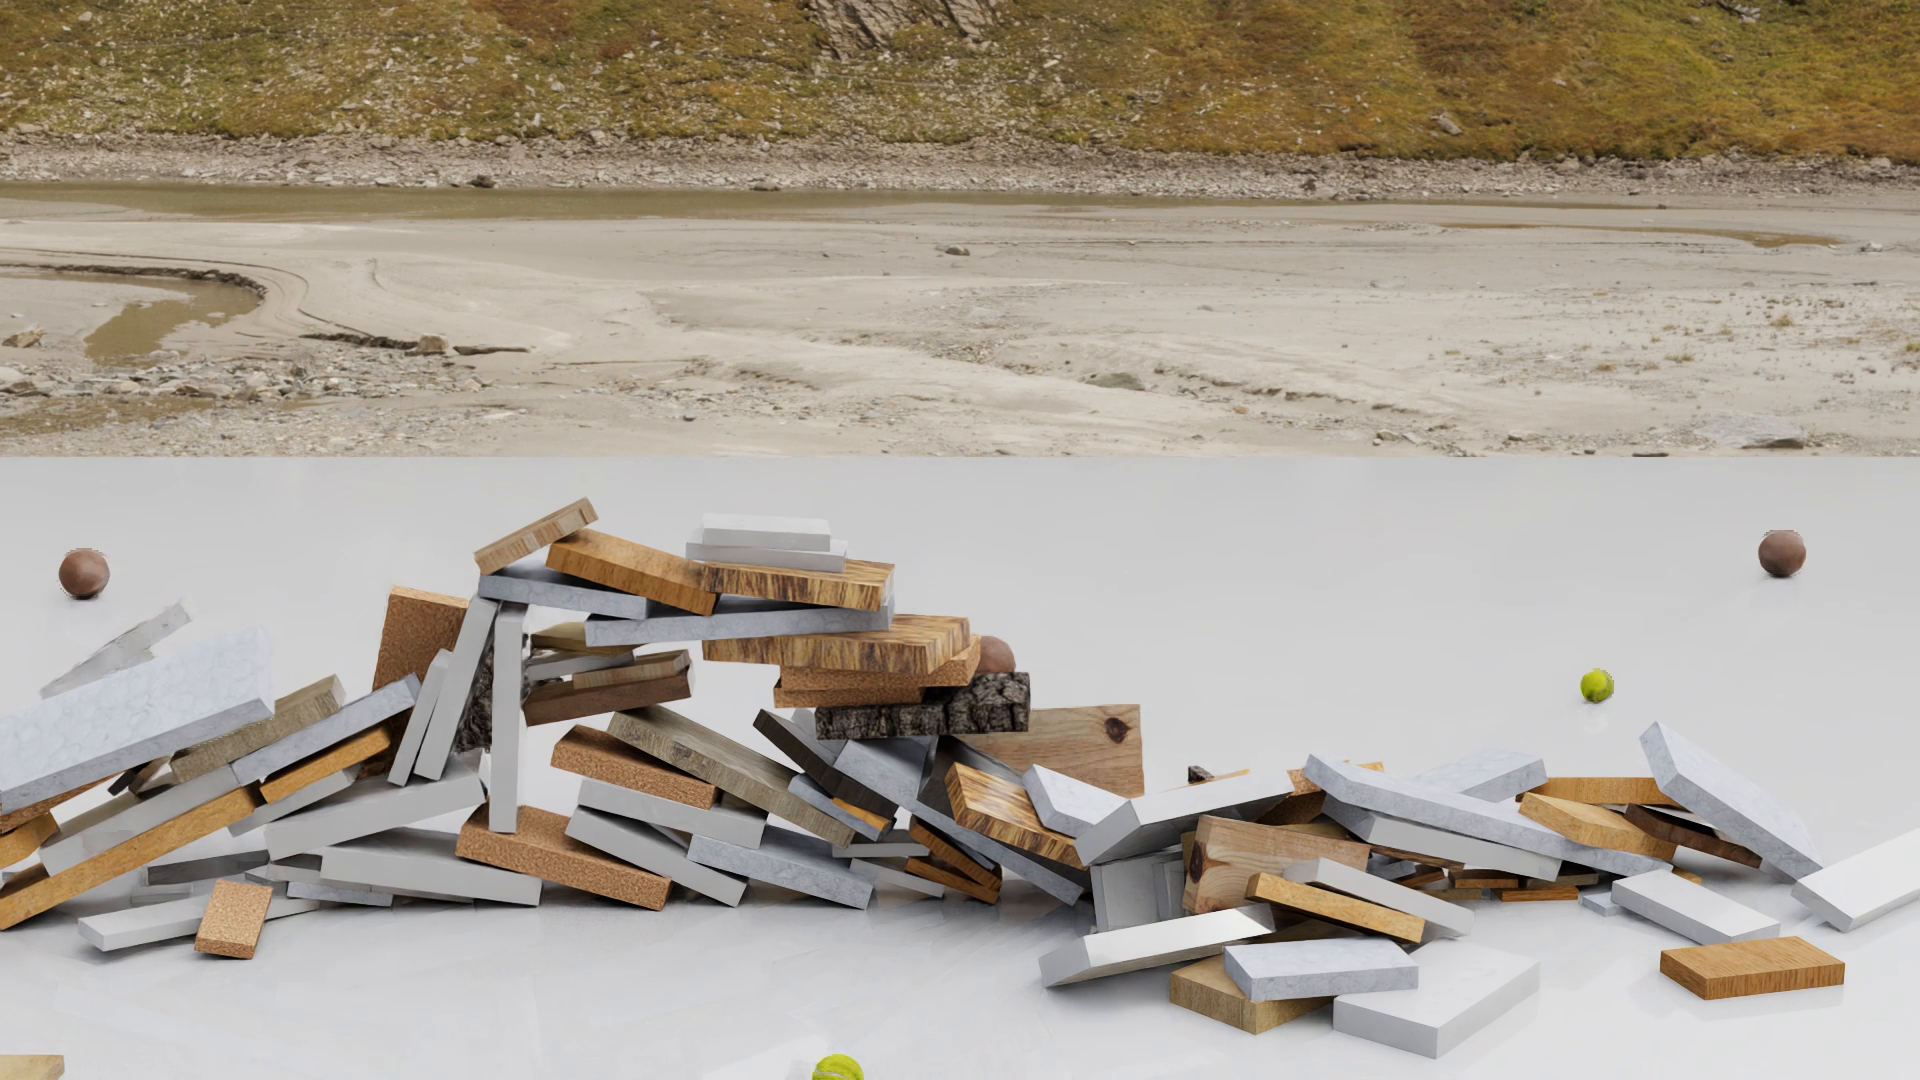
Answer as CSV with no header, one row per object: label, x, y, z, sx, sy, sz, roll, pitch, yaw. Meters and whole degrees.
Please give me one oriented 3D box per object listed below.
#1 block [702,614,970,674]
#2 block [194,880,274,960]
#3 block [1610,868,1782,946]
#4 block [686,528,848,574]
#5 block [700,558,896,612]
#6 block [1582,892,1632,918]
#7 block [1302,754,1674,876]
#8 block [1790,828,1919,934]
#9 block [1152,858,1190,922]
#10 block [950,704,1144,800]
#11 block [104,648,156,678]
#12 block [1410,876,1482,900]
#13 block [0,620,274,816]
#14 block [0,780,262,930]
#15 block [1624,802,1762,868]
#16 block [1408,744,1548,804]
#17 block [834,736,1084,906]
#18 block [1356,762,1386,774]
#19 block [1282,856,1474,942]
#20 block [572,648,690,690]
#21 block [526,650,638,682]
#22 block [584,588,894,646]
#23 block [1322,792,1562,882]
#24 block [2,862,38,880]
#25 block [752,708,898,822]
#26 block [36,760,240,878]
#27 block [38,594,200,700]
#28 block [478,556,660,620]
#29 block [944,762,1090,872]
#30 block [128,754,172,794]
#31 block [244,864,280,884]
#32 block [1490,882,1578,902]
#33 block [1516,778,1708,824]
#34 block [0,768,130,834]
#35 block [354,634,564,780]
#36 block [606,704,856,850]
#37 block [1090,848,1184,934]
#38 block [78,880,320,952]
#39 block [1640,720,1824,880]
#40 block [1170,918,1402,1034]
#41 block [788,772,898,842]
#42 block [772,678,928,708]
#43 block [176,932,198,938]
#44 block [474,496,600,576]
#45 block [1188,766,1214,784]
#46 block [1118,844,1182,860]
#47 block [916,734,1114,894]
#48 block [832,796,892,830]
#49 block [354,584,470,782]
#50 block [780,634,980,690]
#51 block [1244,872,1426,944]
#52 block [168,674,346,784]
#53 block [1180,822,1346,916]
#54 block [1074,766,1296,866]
block,-0.203,0.162,3.590,0.407,0.047,0.167,2,14,24
block,-1.136,0.593,3.444,0.087,0.025,0.174,11,19,-12
block,1.172,0.593,3.511,0.118,0.033,0.236,-7,17,-32
block,-0.313,0.016,3.578,0.254,0.029,0.102,5,14,0
block,-0.261,0.060,3.566,0.291,0.041,0.145,6,14,5
block,1.087,0.594,3.604,0.116,0.016,0.058,-4,11,-21
block,0.875,0.463,3.625,0.659,0.037,0.131,16,7,-22
block,1.821,0.515,3.895,1.183,0.030,0.104,-9,35,-40
block,0.424,0.557,3.507,0.239,0.120,0.034,-6,-7,-29
block,0.142,0.378,3.805,0.344,0.172,0.049,-3,-3,-9
block,-1.443,0.269,3.605,0.260,0.037,0.130,-34,12,-10
block,0.798,0.581,3.670,0.128,0.018,0.064,0,11,-2
block,-1.576,0.380,3.450,1.054,0.047,0.165,-20,46,2
block,-1.352,0.497,3.581,0.426,0.045,0.160,-25,12,-6
block,1.246,0.502,3.736,0.209,0.030,0.104,17,7,-14
block,0.869,0.452,3.930,0.318,0.045,0.159,-19,10,-16
block,0.010,0.440,3.630,0.449,0.048,0.171,30,15,-1
block,0.590,0.466,3.993,0.333,0.047,0.167,-5,-19,-24
block,0.637,0.553,3.366,0.262,0.037,0.131,21,-20,-11
block,-0.545,0.214,3.648,0.176,0.025,0.088,-8,9,10
block,-0.630,0.200,3.668,0.176,0.025,0.088,-10,9,-4
block,-0.358,0.122,3.613,0.492,0.041,0.145,-3,13,3
block,0.791,0.483,3.608,0.382,0.041,0.145,14,8,-24
block,-1.568,0.566,3.755,0.112,0.016,0.056,1,11,3
block,-0.228,0.375,3.698,0.120,0.034,0.349,28,1,-31
block,-1.329,0.436,3.585,0.320,0.045,0.160,-26,13,-11
block,-1.387,0.182,3.634,0.261,0.037,0.131,-34,12,-8
block,-0.633,0.076,3.605,0.275,0.039,0.138,8,14,5
block,0.101,0.439,3.476,0.249,0.035,0.125,23,22,-21
block,-1.316,0.377,3.571,0.056,0.016,0.112,-47,8,-33
block,-1.167,0.572,3.731,0.092,0.013,0.046,8,13,37
block,0.956,0.582,3.663,0.128,0.018,0.064,-1,11,-4
block,1.165,0.460,3.887,0.162,0.046,0.324,20,-17,-34
block,-1.426,0.378,3.552,0.330,0.047,0.165,-28,10,-16
block,-0.901,0.315,3.900,0.393,0.172,0.049,-34,11,-10
block,-0.368,0.381,3.651,0.438,0.038,0.135,26,11,0
block,0.323,0.559,3.496,0.239,0.120,0.034,-6,-2,-29
block,-1.204,0.594,3.495,0.087,0.025,0.363,15,14,43
block,1.307,0.445,3.728,0.328,0.045,0.159,32,25,-13
block,0.486,0.642,3.261,0.338,0.046,0.162,-10,14,-42
block,-0.194,0.436,3.625,0.171,0.024,0.085,28,11,12
block,-0.178,0.239,3.621,0.240,0.034,0.120,-3,13,6
block,-1.223,0.616,3.495,0.092,0.013,0.046,-2,11,-12
block,-0.686,-0.007,3.557,0.203,0.029,0.102,-27,13,-10
block,0.426,0.477,3.882,0.020,0.143,0.072,-5,11,-17
block,0.317,0.508,3.642,0.200,0.024,0.086,-12,17,42
block,0.098,0.444,3.580,0.341,0.048,0.171,28,21,-6
block,-0.159,0.441,3.562,0.094,0.013,0.047,28,2,12
block,-0.942,0.278,3.766,0.131,0.406,0.037,12,21,-11
block,-0.128,0.199,3.606,0.305,0.043,0.153,-2,13,9
block,0.558,0.552,3.293,0.249,0.035,0.125,16,-11,3
block,-1.145,0.307,3.593,0.275,0.039,0.138,-25,12,-8
block,0.493,0.531,3.502,0.291,0.145,0.041,1,-15,-27
block,0.356,0.435,3.470,0.351,0.043,0.153,-6,-27,-40
